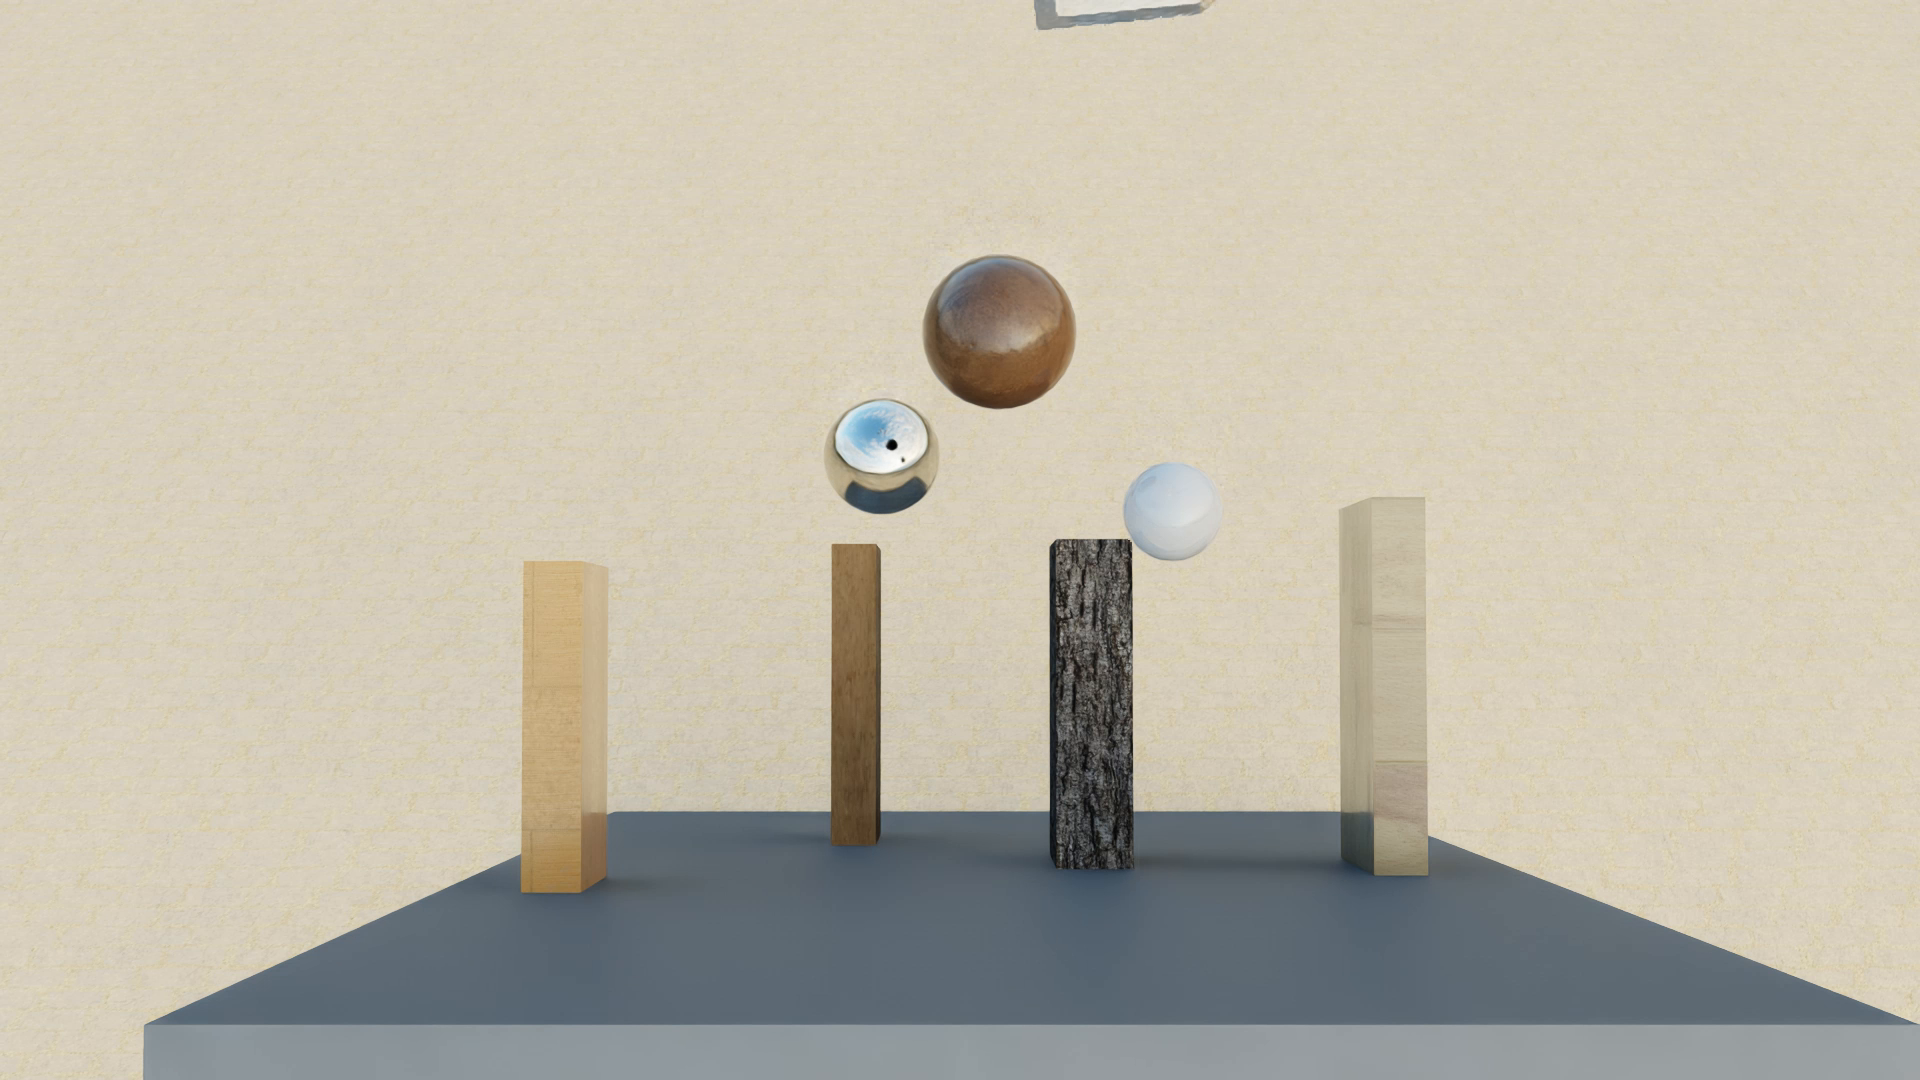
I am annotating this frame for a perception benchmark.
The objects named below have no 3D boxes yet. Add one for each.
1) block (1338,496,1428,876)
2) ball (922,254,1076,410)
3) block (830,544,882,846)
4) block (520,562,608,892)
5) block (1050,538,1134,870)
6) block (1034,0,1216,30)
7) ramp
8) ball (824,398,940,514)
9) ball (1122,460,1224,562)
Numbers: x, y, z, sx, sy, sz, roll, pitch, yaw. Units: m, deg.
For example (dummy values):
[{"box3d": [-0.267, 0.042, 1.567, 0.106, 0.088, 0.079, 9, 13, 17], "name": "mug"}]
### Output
[{"box3d": [0.833, 0.285, 5.140, 0.102, 0.716, 0.429, 0, -3, 0], "name": "block"}, {"box3d": [0.043, -0.227, 2.834, 0.169, 0.169, 0.169, 0, 37, 0], "name": "ball"}, {"box3d": [-0.233, 0.345, 5.876, 0.098, 0.660, 0.351, 0, -3, 0], "name": "block"}, {"box3d": [-0.717, 0.335, 4.737, 0.105, 0.581, 0.335, 0, -3, 0], "name": "block"}, {"box3d": [0.262, 0.327, 5.261, 0.150, 0.642, 0.384, 0, -3, 0], "name": "block"}, {"box3d": [0.141, -0.523, 2.227, 0.140, 0.140, 0.140, -3, 18, 15], "name": "block"}, {"box3d": [0.081, 0.684, 4.924, 2.000, 0.100, 4.000, 0, -3, 0], "name": "ramp"}, {"box3d": [-0.096, -0.103, 3.204, 0.145, 0.145, 0.145, 0, 37, 0], "name": "ball"}, {"box3d": [0.231, -0.031, 2.831, 0.109, 0.109, 0.109, 0, 37, 0], "name": "ball"}]
